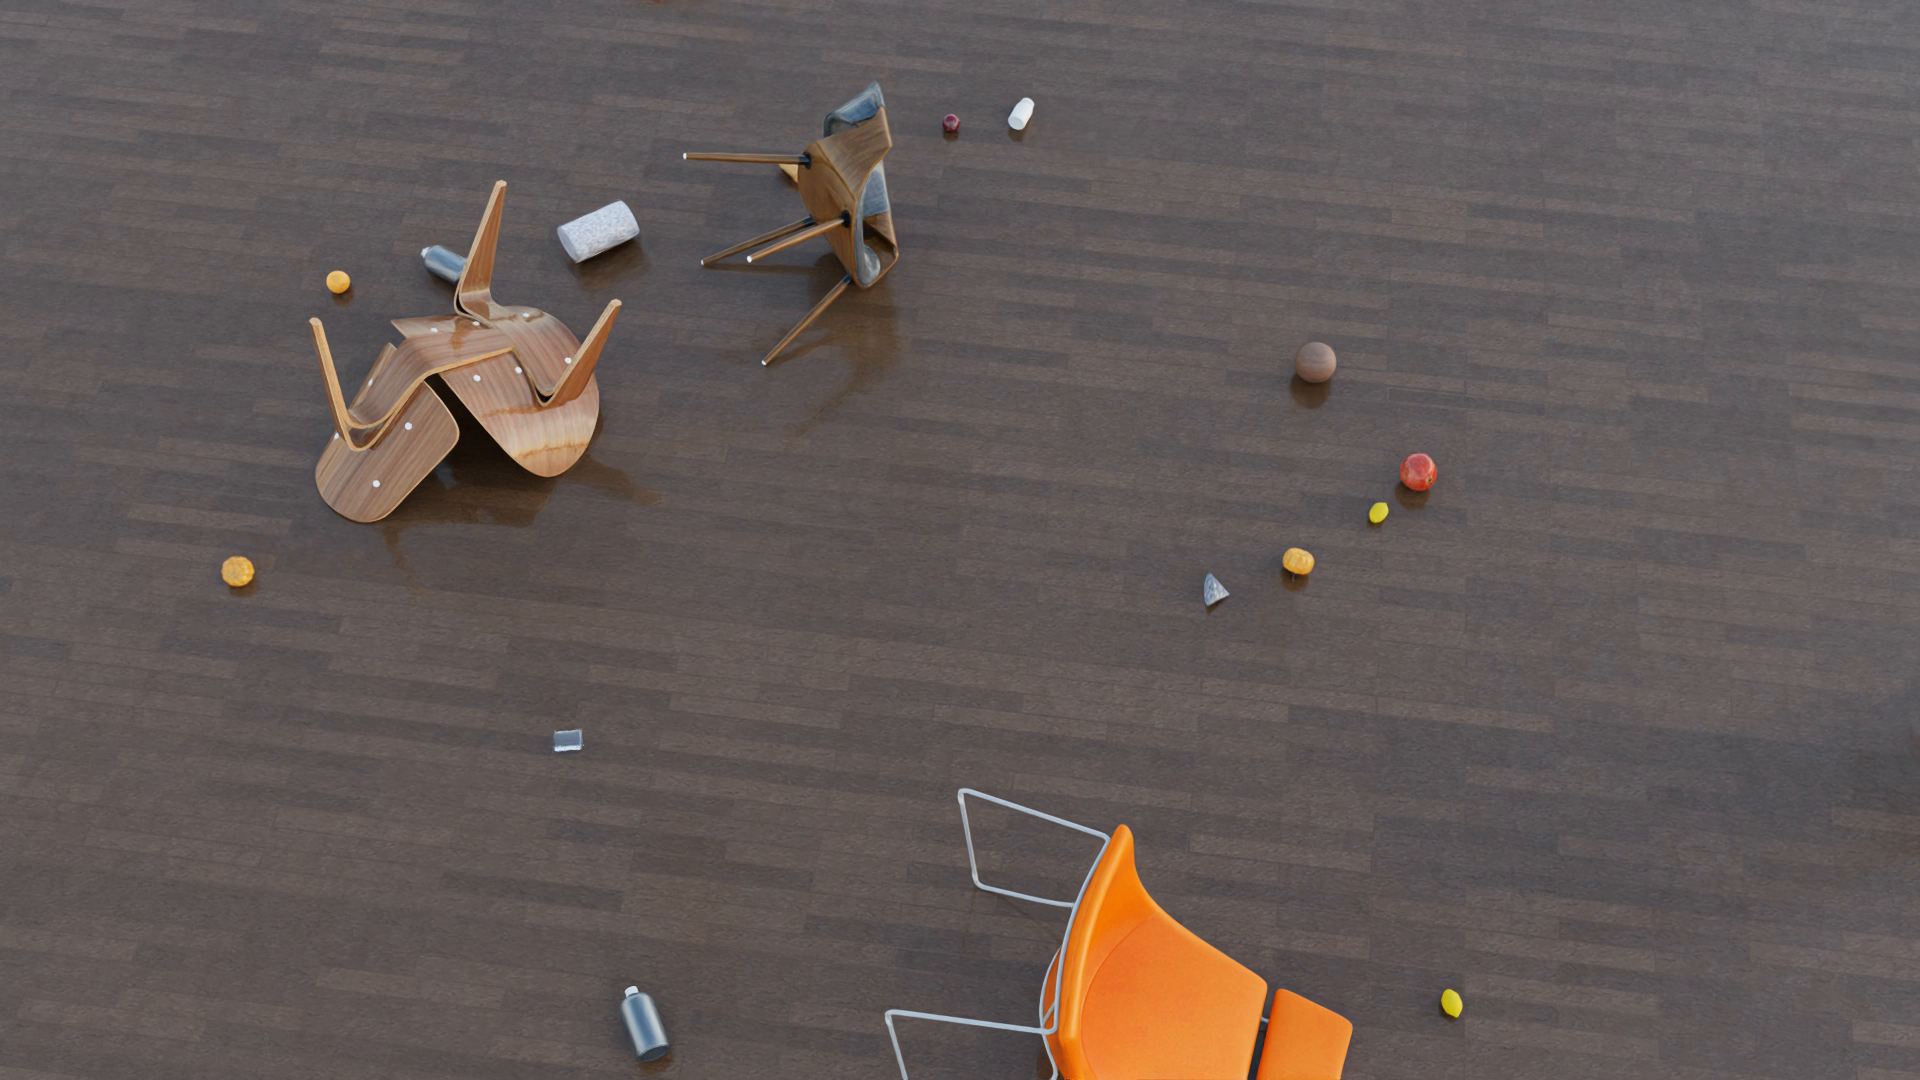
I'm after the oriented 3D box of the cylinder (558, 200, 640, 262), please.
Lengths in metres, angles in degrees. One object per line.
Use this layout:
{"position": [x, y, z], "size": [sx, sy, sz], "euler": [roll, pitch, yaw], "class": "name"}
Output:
{"position": [-1.179, -1.006, 7.173], "size": [0.219, 0.119, 0.165], "euler": [-28, 38, -18], "class": "cylinder"}
